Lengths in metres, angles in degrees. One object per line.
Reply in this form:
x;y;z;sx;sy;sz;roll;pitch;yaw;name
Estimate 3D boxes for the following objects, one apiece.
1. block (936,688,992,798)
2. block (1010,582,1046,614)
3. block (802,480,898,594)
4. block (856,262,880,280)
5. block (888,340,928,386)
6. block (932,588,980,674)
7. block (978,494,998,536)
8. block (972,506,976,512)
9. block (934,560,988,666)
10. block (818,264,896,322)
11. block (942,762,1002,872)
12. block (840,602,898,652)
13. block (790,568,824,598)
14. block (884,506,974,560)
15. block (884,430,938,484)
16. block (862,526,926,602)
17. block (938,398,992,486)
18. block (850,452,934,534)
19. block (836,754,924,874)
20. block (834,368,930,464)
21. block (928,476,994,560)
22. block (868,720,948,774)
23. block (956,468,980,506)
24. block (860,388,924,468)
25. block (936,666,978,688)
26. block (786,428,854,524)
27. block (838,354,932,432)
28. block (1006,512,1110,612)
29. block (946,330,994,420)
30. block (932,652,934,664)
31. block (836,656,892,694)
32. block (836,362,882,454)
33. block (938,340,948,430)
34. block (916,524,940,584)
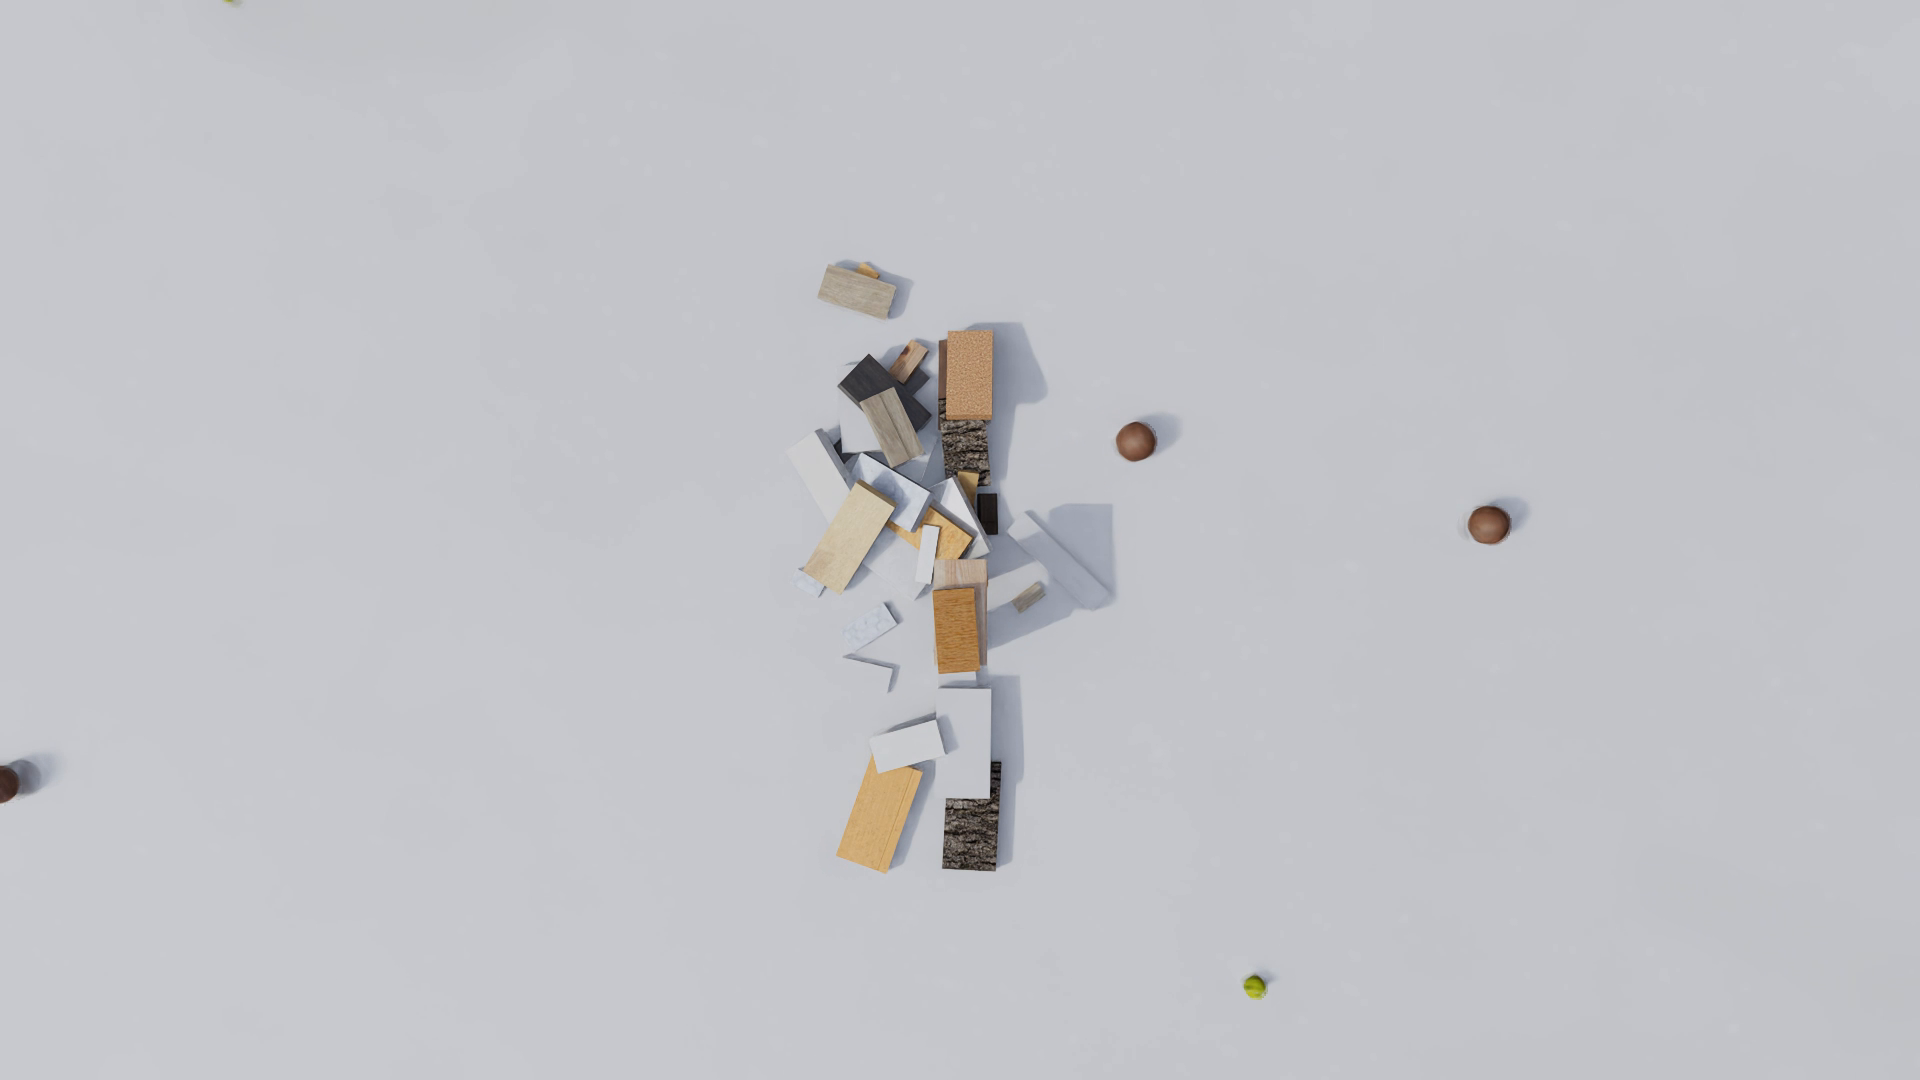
0.011;0.668;5.428;0.178;0.050;0.356;1;87;0;block
0.227;0.193;5.492;0.107;0.015;0.054;-36;90;0;block
-0.361;-0.008;5.400;0.149;0.042;0.379;33;115;0;block
-0.336;-0.847;5.490;0.070;0.020;0.140;36;90;0;block
-0.172;-0.590;5.476;0.070;0.020;0.140;34;87;18;block
-0.012;0.281;5.105;0.129;0.036;0.257;-4;90;0;block
0.092;-0.086;5.472;0.069;0.020;0.138;-2;90;-36;block
0.029;-0.036;5.475;0.069;0.020;0.138;-13;101;5;block
0.002;0.225;5.147;0.165;0.047;0.329;0;90;0;block
-0.342;-0.820;5.463;0.237;0.034;0.118;18;90;0;block
0.039;0.913;5.475;0.178;0.050;0.356;3;90;0;block
-0.304;0.290;5.488;0.173;0.024;0.086;-33;90;0;block
-0.507;0.144;5.492;0.107;0.015;0.054;29;90;0;block
-0.105;-0.033;5.422;0.275;0.039;0.138;36;101;7;block
-0.188;-0.239;5.480;0.138;0.039;0.275;21;90;0;block
-0.229;0.054;5.479;0.299;0.042;0.149;37;90;0;block
0.016;-0.324;5.445;0.148;0.042;0.297;-5;103;1;block
-0.235;-0.156;5.408;0.291;0.041;0.145;31;99;24;block
-0.267;0.906;5.475;0.178;0.050;0.356;20;90;0;block
-0.285;-0.401;5.490;0.070;0.020;0.455;45;90;0;block
-0.015;-0.061;5.441;0.138;0.039;0.275;-25;96;24;block
-0.170;0.677;5.408;0.237;0.034;0.118;-17;83;13;block
0.019;-0.165;5.451;0.069;0.020;0.138;7;117;-5;block
-0.220;-0.366;5.374;0.118;0.034;0.237;-26;91;-18;block
-0.005;0.503;5.482;0.129;0.036;0.257;-8;90;0;block
-0.439;-0.203;5.438;0.149;0.042;0.299;-31;90;37;block
-0.247;-0.457;5.417;0.291;0.041;0.145;44;73;-8;block
0.325;0.073;5.488;0.392;0.024;0.086;43;90;0;block
0.032;-0.540;5.393;0.149;0.042;0.297;0;72;3;block
-0.022;0.373;5.335;0.129;0.257;0.036;0;90;0;block
-0.318;0.451;5.488;0.173;0.024;0.086;13;90;0;block
-0.325;-0.435;5.460;0.145;0.041;0.291;-5;84;4;block
0.003;-0.512;5.479;0.148;0.042;0.297;0;90;0;block
-0.106;0.046;5.402;0.054;0.015;0.189;10;97;11;block
